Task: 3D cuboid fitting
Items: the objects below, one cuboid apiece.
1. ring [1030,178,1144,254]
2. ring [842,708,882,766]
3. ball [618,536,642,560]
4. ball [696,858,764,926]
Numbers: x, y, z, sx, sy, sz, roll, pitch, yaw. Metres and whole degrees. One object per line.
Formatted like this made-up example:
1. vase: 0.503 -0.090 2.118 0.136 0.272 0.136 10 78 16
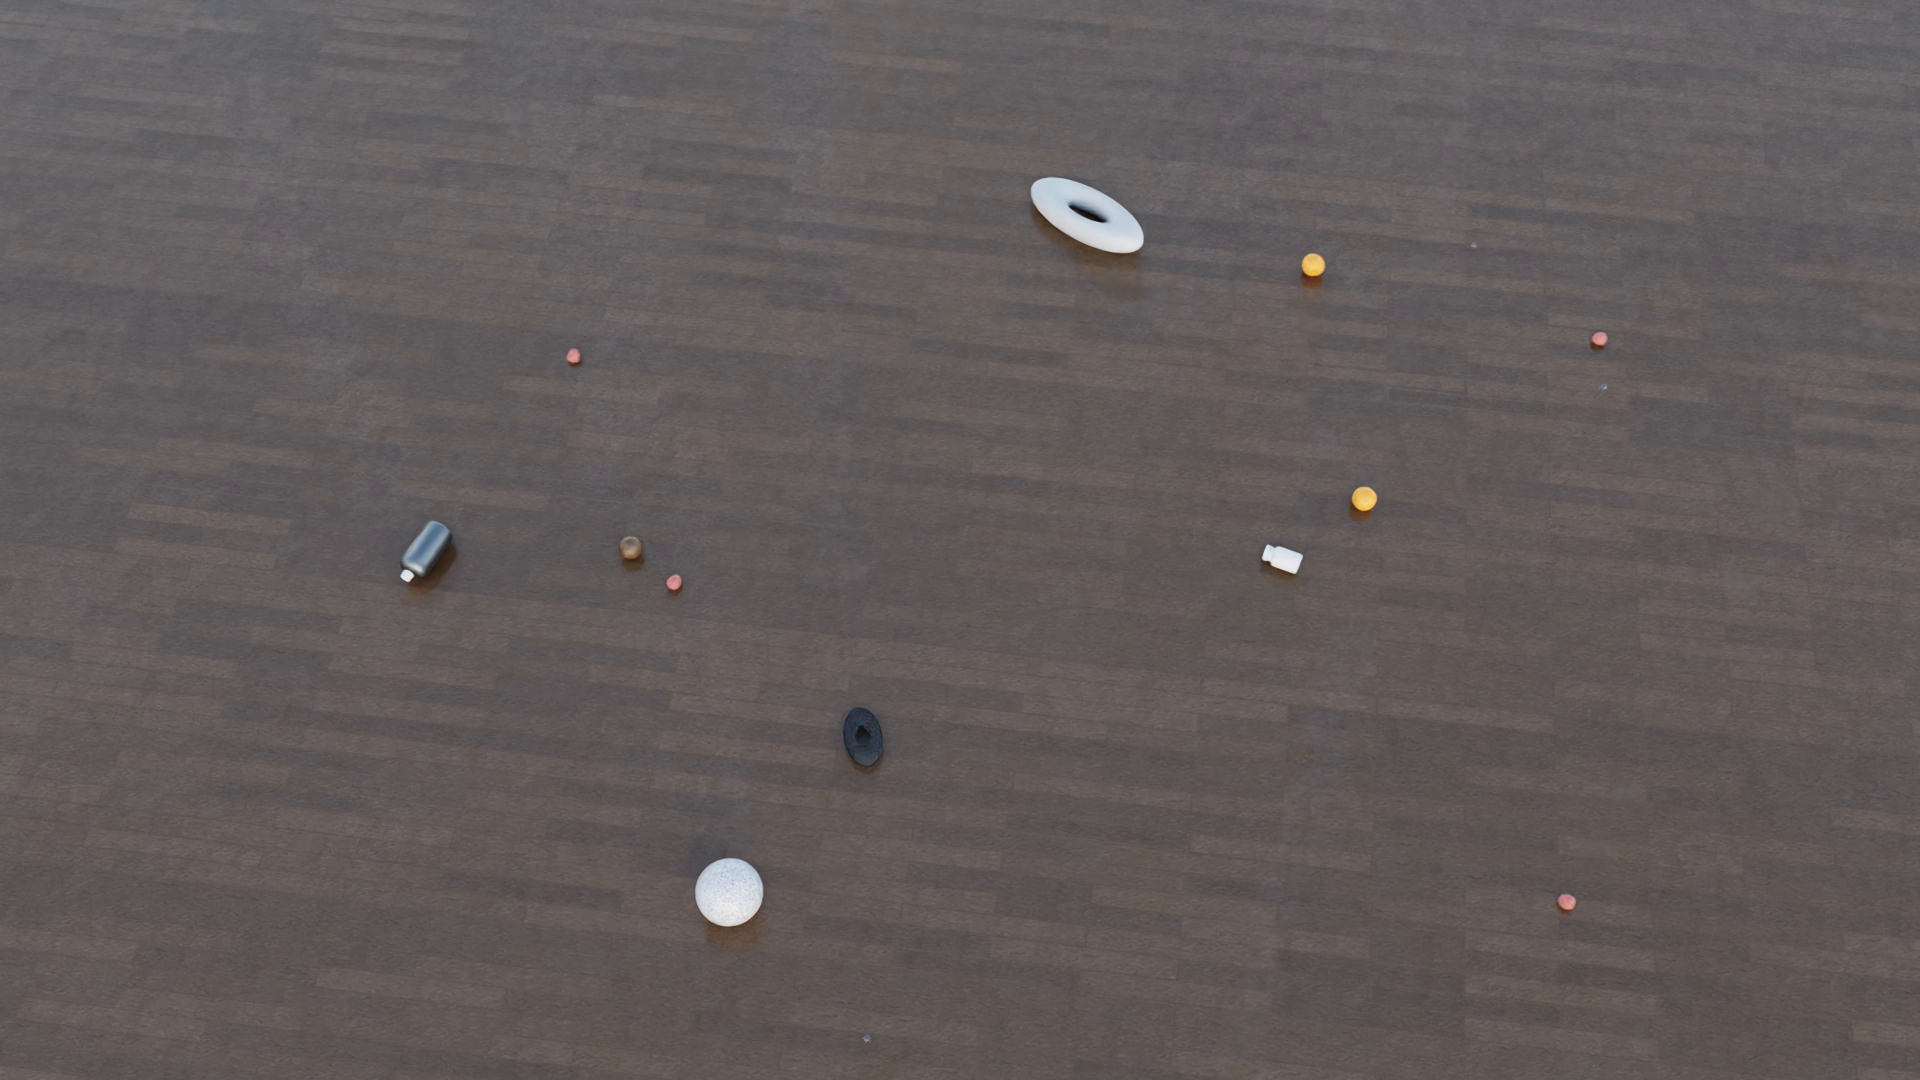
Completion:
1. ring: 0.417 -1.069 7.236 0.440 0.094 0.189 32 61 20
2. ring: -0.273 0.551 6.175 0.110 0.050 0.184 -10 58 -5
3. ball: -0.976 0.022 6.517 0.069 0.069 0.069 0 56 0
4. ball: -0.612 0.935 5.838 0.180 0.180 0.180 0 56 0
